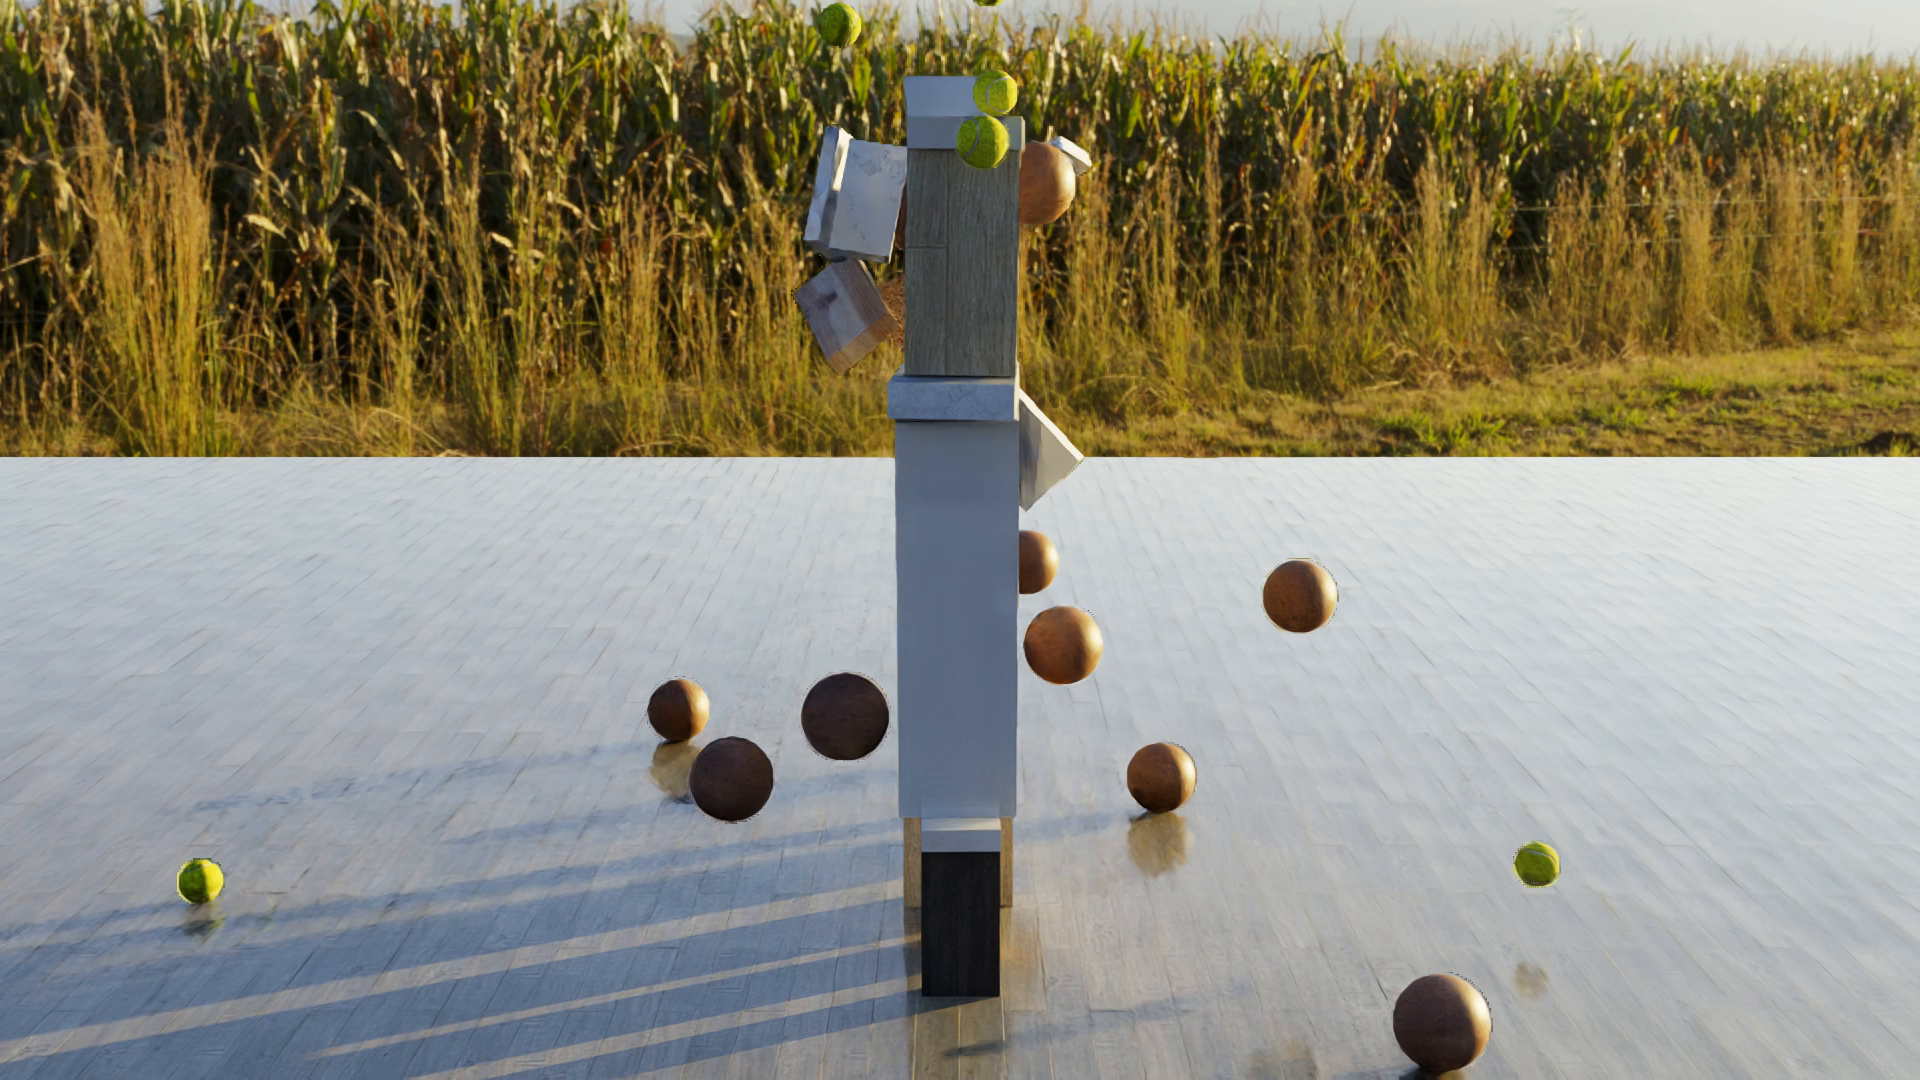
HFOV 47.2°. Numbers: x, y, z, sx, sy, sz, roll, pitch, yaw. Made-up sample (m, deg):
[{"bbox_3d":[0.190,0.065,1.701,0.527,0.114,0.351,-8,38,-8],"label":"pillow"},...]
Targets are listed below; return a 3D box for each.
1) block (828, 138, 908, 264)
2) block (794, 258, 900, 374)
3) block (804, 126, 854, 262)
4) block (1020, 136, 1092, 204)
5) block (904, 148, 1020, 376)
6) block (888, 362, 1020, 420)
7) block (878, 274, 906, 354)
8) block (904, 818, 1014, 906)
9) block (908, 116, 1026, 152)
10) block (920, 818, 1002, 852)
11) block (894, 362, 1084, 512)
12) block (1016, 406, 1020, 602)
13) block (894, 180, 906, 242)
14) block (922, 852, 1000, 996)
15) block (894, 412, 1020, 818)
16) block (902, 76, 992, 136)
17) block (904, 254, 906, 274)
[{"bbox_3d":[-0.140,-0.525,3.407,0.094,0.188,0.027,9,-17,2],"label":"block"},{"bbox_3d":[-0.178,-0.359,3.429,0.119,0.034,0.238,-38,35,7],"label":"block"},{"bbox_3d":[-0.194,-0.543,3.458,0.027,0.188,0.094,5,-12,27],"label":"block"},{"bbox_3d":[0.109,-0.590,3.570,0.188,0.027,0.094,-24,-20,26],"label":"block"},{"bbox_3d":[0.003,-0.385,3.057,0.155,0.310,0.044,1,6,2],"label":"block"},{"bbox_3d":[-0.004,-0.217,3.145,0.172,0.049,0.344,1,10,2],"label":"block"},{"bbox_3d":[-0.032,-0.317,3.486,0.119,0.238,0.034,-22,27,24],"label":"block"},{"bbox_3d":[-0.003,0.421,3.599,0.178,0.356,0.050,0,11,0],"label":"block"},{"bbox_3d":[0.013,-0.580,3.142,0.155,0.044,0.310,1,9,2],"label":"block"},{"bbox_3d":[-0.001,0.413,3.278,0.115,0.033,0.229,0,10,-2],"label":"block"},{"bbox_3d":[0.044,-0.192,3.355,0.119,0.294,0.034,-44,-1,22],"label":"block"},{"bbox_3d":[0.002,-0.052,3.340,0.172,0.344,0.049,2,28,5],"label":"block"},{"bbox_3d":[-0.033,-0.577,3.746,0.145,0.041,0.291,2,29,1],"label":"block"},{"bbox_3d":[0.001,0.555,3.227,0.115,0.229,0.033,0,10,0],"label":"block"},{"bbox_3d":[-0.004,0.114,3.149,0.172,0.601,0.049,0,18,0],"label":"block"},{"bbox_3d":[-0.015,-0.685,3.754,0.145,0.041,0.291,-1,49,-6],"label":"block"},{"bbox_3d":[-0.006,-0.444,3.627,0.147,0.042,0.294,-1,9,-7],"label":"block"}]
